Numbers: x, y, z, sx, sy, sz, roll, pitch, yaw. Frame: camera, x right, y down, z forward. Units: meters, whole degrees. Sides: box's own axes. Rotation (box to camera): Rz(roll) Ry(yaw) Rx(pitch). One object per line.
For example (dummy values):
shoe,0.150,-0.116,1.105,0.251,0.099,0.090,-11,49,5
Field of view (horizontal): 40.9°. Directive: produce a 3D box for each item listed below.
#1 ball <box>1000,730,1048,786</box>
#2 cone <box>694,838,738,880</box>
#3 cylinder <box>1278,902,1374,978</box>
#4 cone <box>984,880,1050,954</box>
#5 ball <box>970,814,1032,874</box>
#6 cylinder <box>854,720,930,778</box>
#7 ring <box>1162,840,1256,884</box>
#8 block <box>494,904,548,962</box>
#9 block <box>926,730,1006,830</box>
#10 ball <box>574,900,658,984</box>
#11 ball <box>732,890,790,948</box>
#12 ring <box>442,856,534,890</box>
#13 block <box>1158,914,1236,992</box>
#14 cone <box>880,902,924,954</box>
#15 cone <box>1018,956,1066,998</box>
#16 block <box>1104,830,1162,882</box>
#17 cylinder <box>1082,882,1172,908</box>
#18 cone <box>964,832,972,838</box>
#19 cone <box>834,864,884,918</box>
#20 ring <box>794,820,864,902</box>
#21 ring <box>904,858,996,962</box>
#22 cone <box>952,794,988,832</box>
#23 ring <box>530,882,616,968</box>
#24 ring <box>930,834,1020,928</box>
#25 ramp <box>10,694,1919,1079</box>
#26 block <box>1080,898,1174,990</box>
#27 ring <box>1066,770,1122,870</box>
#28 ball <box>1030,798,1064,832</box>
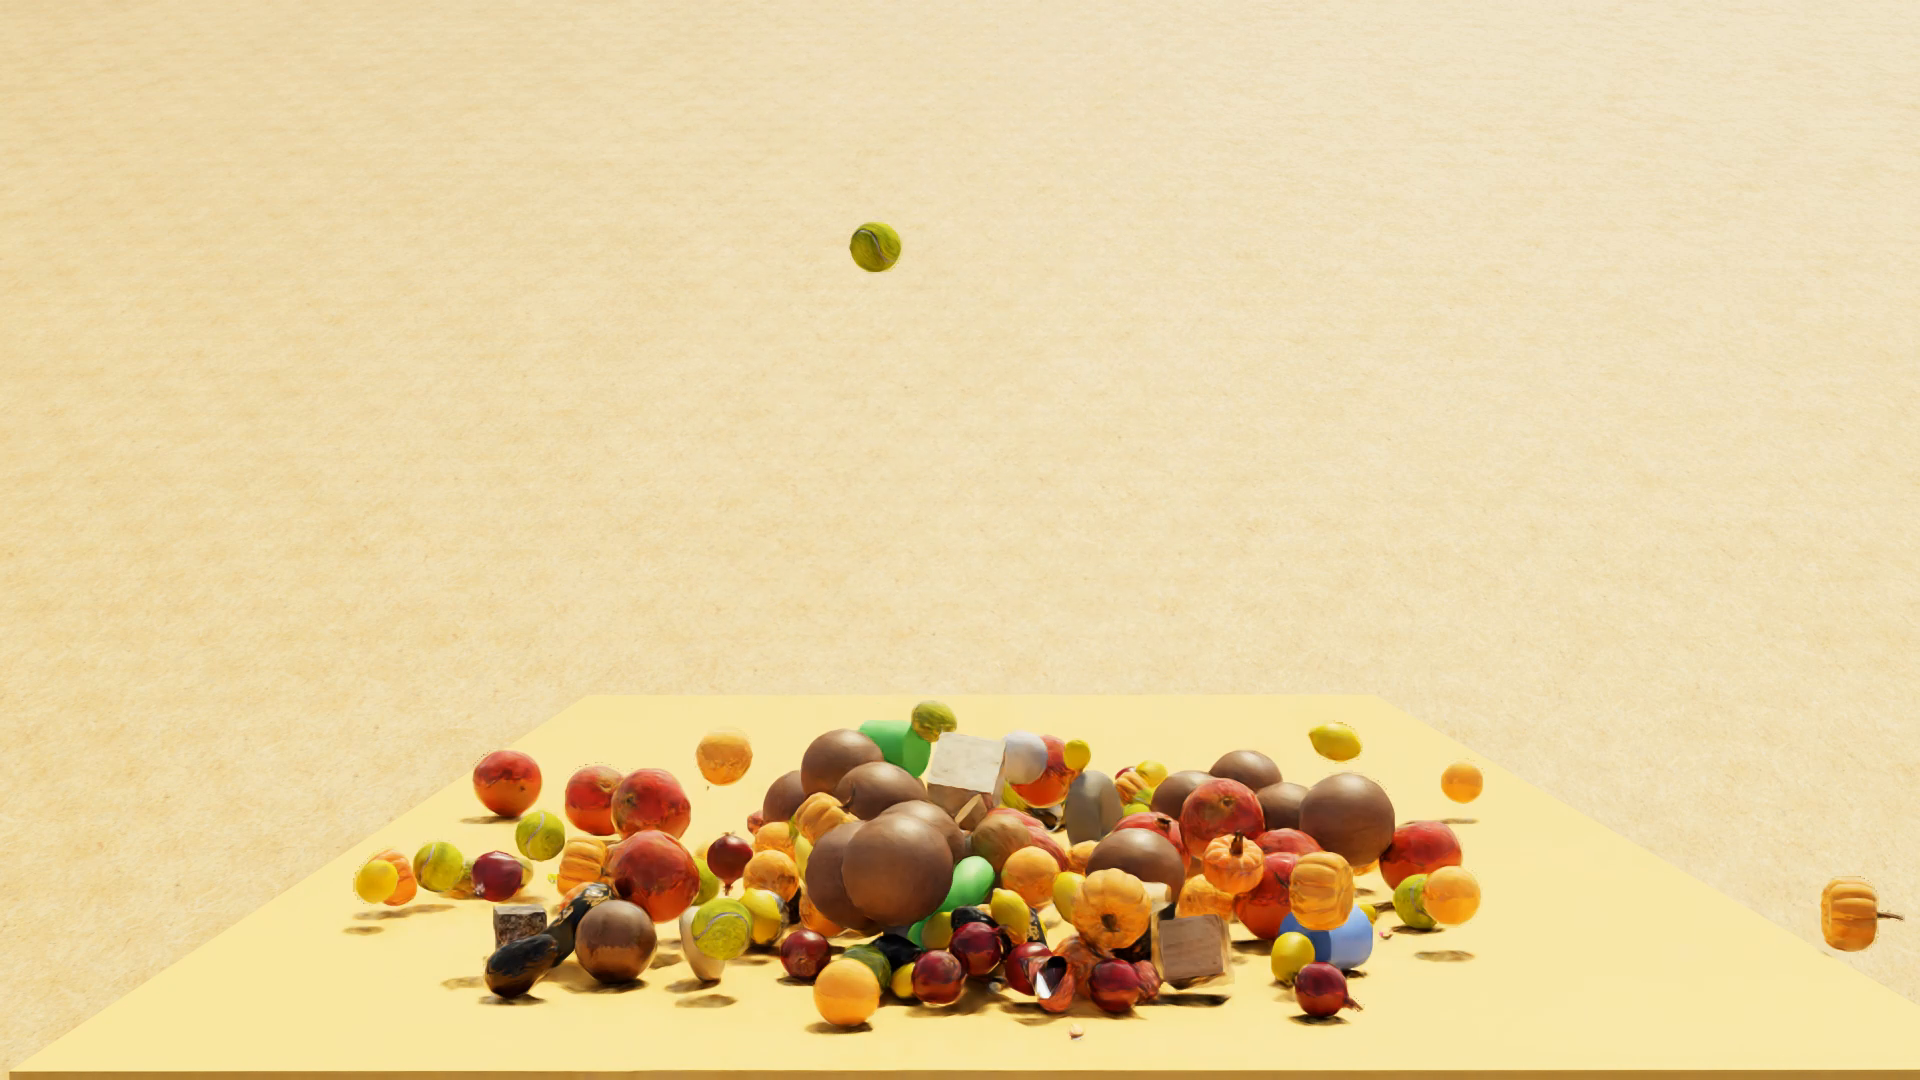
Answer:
ball,0.091,0.326,3.857,0.082,0.082,0.082,0,25,0
cone,-0.350,0.446,3.672,0.063,0.063,0.063,1,67,-2
cylinder,0.430,0.469,3.027,0.080,0.080,0.080,-2,19,-44
cone,0.075,0.453,3.130,0.082,0.082,0.082,9,-16,3
ball,0.051,0.373,3.163,0.075,0.075,0.075,0,25,0
cylinder,-0.103,0.319,3.947,0.086,0.086,0.086,1,22,29
ring,0.355,0.463,3.707,0.144,0.048,0.144,1,1,0
block,-0.533,0.477,3.126,0.058,0.058,0.058,-1,2,-16
block,0.009,0.337,3.574,0.093,0.093,0.093,9,47,8
ball,-0.397,0.464,2.977,0.096,0.096,0.096,0,25,0
ball,-0.246,0.468,3.186,0.072,0.072,0.072,0,25,0
ring,-0.659,0.466,3.601,0.128,0.043,0.128,-1,-5,0
block,0.267,0.464,2.898,0.067,0.067,0.067,-10,-22,14
cone,-0.066,0.486,3.148,0.062,0.062,0.062,-1,29,-2
cone,0.080,0.464,2.797,0.050,0.050,0.050,-22,33,-39
block,0.246,0.453,3.653,0.071,0.071,0.071,1,2,15
cylinder,0.200,0.458,3.083,0.098,0.098,0.098,0,24,12
cone,0.004,0.468,3.775,0.070,0.070,0.070,-27,32,-14
cone,-0.130,0.459,3.403,0.070,0.070,0.070,4,-2,0
ring,-0.170,0.419,3.363,0.037,0.110,0.110,-29,4,37
ring,-0.012,0.445,3.101,0.049,0.147,0.147,39,32,3
cone,0.028,0.367,3.326,0.056,0.056,0.056,42,27,-6
ring,-0.460,0.458,3.063,0.042,0.125,0.125,44,32,0
ring,0.019,0.427,3.260,0.143,0.048,0.143,-38,27,23
ramp,0.056,0.509,4.552,2.000,0.100,4.000,0,2,0
block,0.194,0.467,2.982,0.087,0.087,0.087,1,2,22
ring,0.198,0.411,3.789,0.049,0.146,0.146,-7,20,25
ball,0.141,0.444,4.168,0.055,0.055,0.055,0,25,0
